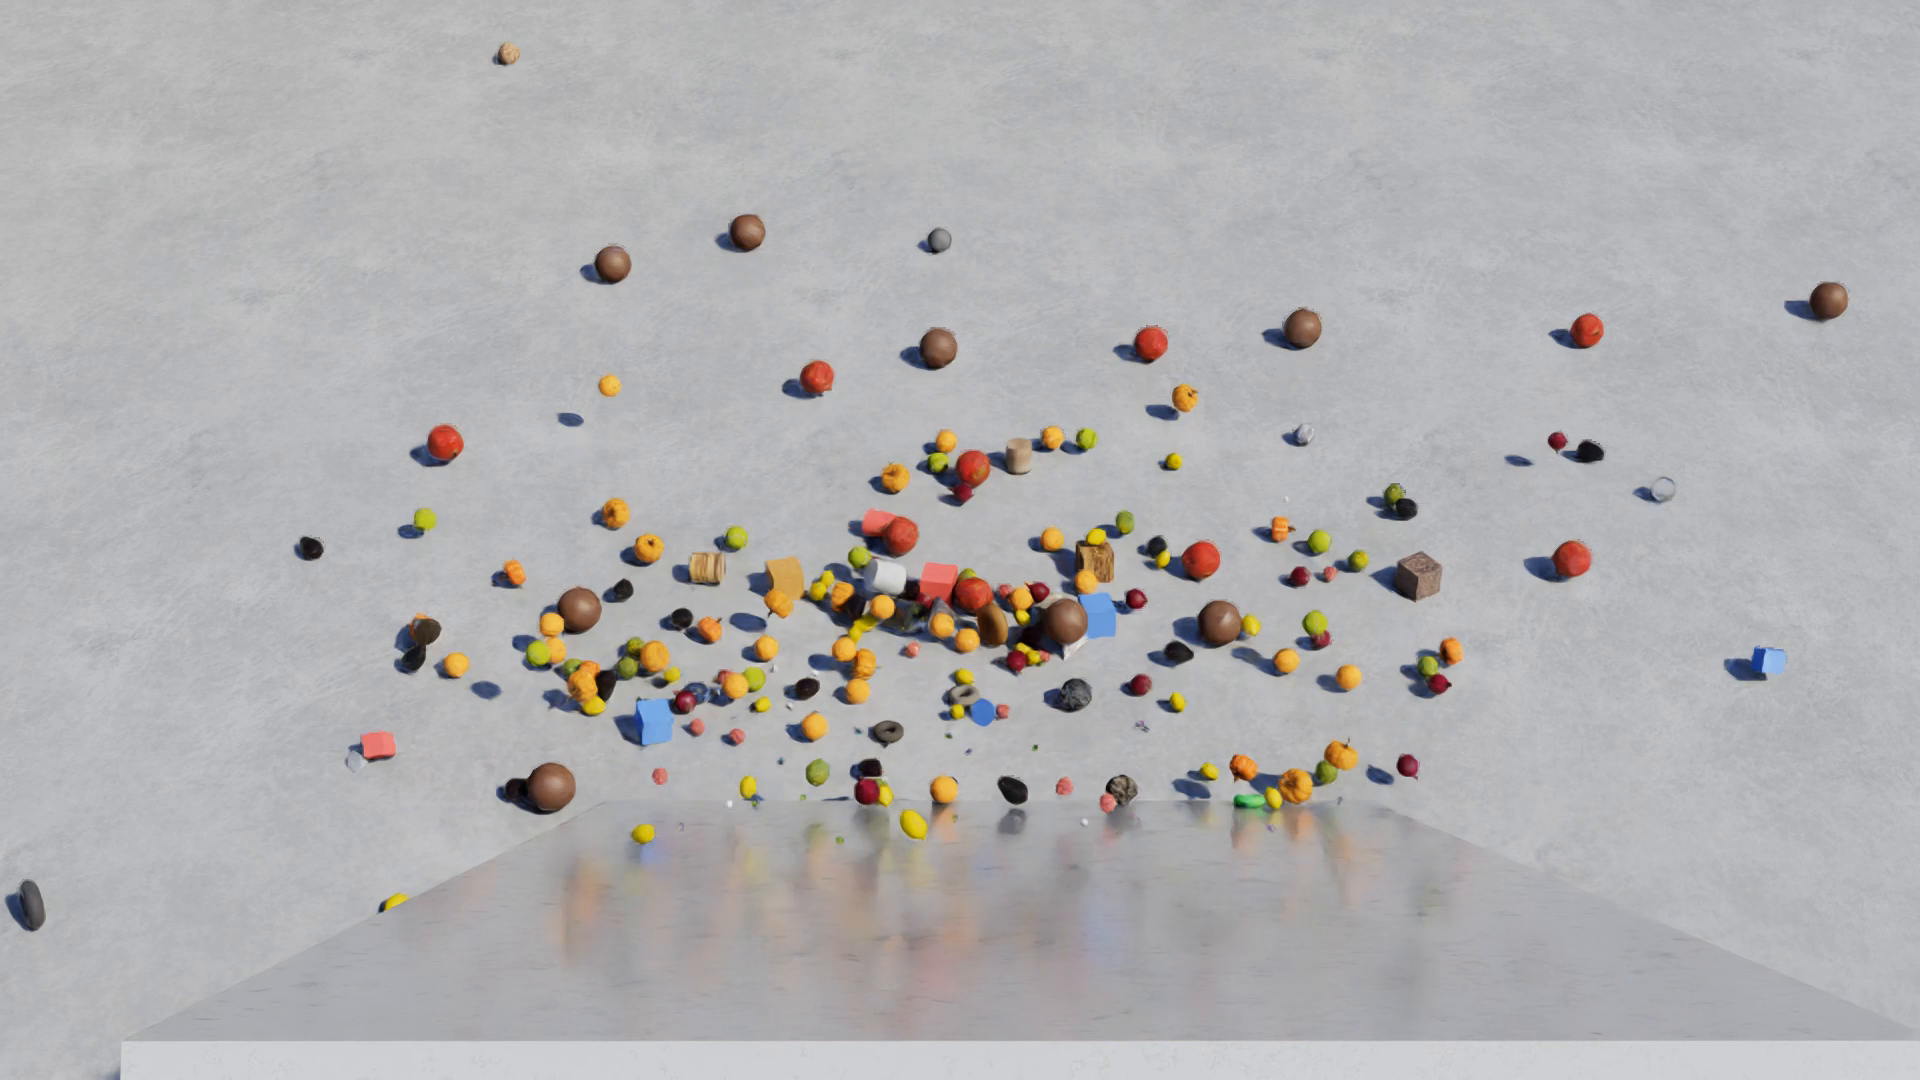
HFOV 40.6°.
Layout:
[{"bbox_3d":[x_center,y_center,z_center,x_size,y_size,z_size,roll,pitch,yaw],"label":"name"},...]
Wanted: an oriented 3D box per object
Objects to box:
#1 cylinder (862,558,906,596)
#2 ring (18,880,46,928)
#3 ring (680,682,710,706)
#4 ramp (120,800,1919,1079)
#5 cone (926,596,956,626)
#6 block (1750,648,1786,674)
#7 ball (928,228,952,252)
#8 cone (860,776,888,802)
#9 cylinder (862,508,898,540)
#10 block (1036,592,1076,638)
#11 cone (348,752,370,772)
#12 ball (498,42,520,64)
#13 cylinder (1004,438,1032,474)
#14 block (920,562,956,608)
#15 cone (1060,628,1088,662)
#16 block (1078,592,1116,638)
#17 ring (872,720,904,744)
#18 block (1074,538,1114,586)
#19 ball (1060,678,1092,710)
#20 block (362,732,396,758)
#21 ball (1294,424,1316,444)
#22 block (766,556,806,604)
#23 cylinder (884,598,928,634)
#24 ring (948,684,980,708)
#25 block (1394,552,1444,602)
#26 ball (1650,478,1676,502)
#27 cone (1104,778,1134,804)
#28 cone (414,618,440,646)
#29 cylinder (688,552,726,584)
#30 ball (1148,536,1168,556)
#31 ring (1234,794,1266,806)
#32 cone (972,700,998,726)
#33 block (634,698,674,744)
[{"bbox_3d":[-0.222,0.110,7.665,0.097,0.097,0.097,14,29,-25],"label":"cylinder"},{"bbox_3d":[-2.340,0.919,6.551,0.042,0.126,0.126,-12,36,-30],"label":"ring"},{"bbox_3d":[-0.746,0.433,7.319,0.087,0.029,0.087,-3,35,2],"label":"ring"},{"bbox_3d":[0.078,0.668,4.851,2.000,0.100,4.000,0,-2,0],"label":"ramp"},{"bbox_3d":[-0.071,0.223,7.608,0.083,0.083,0.083,-44,49,-11],"label":"cone"},{"bbox_3d":[2.291,0.343,7.364,0.064,0.064,0.064,9,2,-13],"label":"block"},{"bbox_3d":[-0.073,-1.087,9.411,0.086,0.086,0.086,0,35,0],"label":"ball"},{"bbox_3d":[-0.212,0.636,6.808,0.072,0.072,0.072,27,43,32],"label":"cone"},{"bbox_3d":[-0.245,-0.047,7.949,0.082,0.082,0.082,13,37,17],"label":"cylinder"},{"bbox_3d":[0.280,0.218,7.574,0.084,0.084,0.084,20,40,26],"label":"block"},{"bbox_3d":[-1.629,0.602,7.084,0.057,0.057,0.057,26,16,32],"label":"cone"},{"bbox_3d":[-1.857,-2.003,10.701,0.088,0.088,0.088,0,35,0],"label":"ball"},{"bbox_3d":[0.187,-0.267,8.248,0.085,0.085,0.085,-3,28,1],"label":"cylinder"},{"bbox_3d":[-0.063,0.135,7.683,0.094,0.094,0.094,6,36,8],"label":"block"},{"bbox_3d":[0.313,0.312,7.480,0.088,0.088,0.088,16,65,21],"label":"cone"},{"bbox_3d":[0.399,0.220,7.566,0.091,0.091,0.091,-6,36,-8],"label":"block"},{"bbox_3d":[-0.198,0.530,7.182,0.087,0.029,0.087,2,31,-1],"label":"ring"},{"bbox_3d":[0.403,0.063,7.783,0.095,0.095,0.095,-7,36,-10],"label":"block"},{"bbox_3d":[0.326,0.432,7.269,0.090,0.090,0.090,0,35,0],"label":"ball"},{"bbox_3d":[-1.583,0.559,7.078,0.062,0.062,0.062,-11,-11,17],"label":"block"},{"bbox_3d":[1.111,-0.340,8.376,0.067,0.067,0.067,0,35,0],"label":"ball"},{"bbox_3d":[-0.518,0.117,7.709,0.092,0.092,0.092,-10,37,-14],"label":"block"},{"bbox_3d":[-0.158,0.220,7.555,0.092,0.092,0.092,11,36,29],"label":"cylinder"},{"bbox_3d":[0.010,0.439,7.308,0.093,0.031,0.093,-3,32,2],"label":"ring"},{"bbox_3d":[1.363,0.108,7.720,0.094,0.094,0.094,-20,40,-26],"label":"block"},{"bbox_3d":[2.197,-0.158,8.110,0.078,0.078,0.078,0,35,0],"label":"ball"},{"bbox_3d":[0.418,0.661,6.667,0.083,0.083,0.083,-6,11,-9],"label":"cone"},{"bbox_3d":[-1.550,0.244,7.466,0.086,0.086,0.086,-22,40,-28],"label":"cone"},{"bbox_3d":[-0.754,0.083,7.755,0.088,0.088,0.088,2,35,10],"label":"cylinder"},{"bbox_3d":[0.598,0.020,7.875,0.060,0.060,0.060,0,35,0],"label":"ball"},{"bbox_3d":[0.737,0.664,6.626,0.083,0.028,0.083,1,-1,0],"label":"ring"},{"bbox_3d":[0.085,0.479,7.250,0.077,0.077,0.077,24,15,30],"label":"cone"},{"bbox_3d":[-0.843,0.500,7.152,0.084,0.084,0.084,-6,42,-20],"label":"block"}]
